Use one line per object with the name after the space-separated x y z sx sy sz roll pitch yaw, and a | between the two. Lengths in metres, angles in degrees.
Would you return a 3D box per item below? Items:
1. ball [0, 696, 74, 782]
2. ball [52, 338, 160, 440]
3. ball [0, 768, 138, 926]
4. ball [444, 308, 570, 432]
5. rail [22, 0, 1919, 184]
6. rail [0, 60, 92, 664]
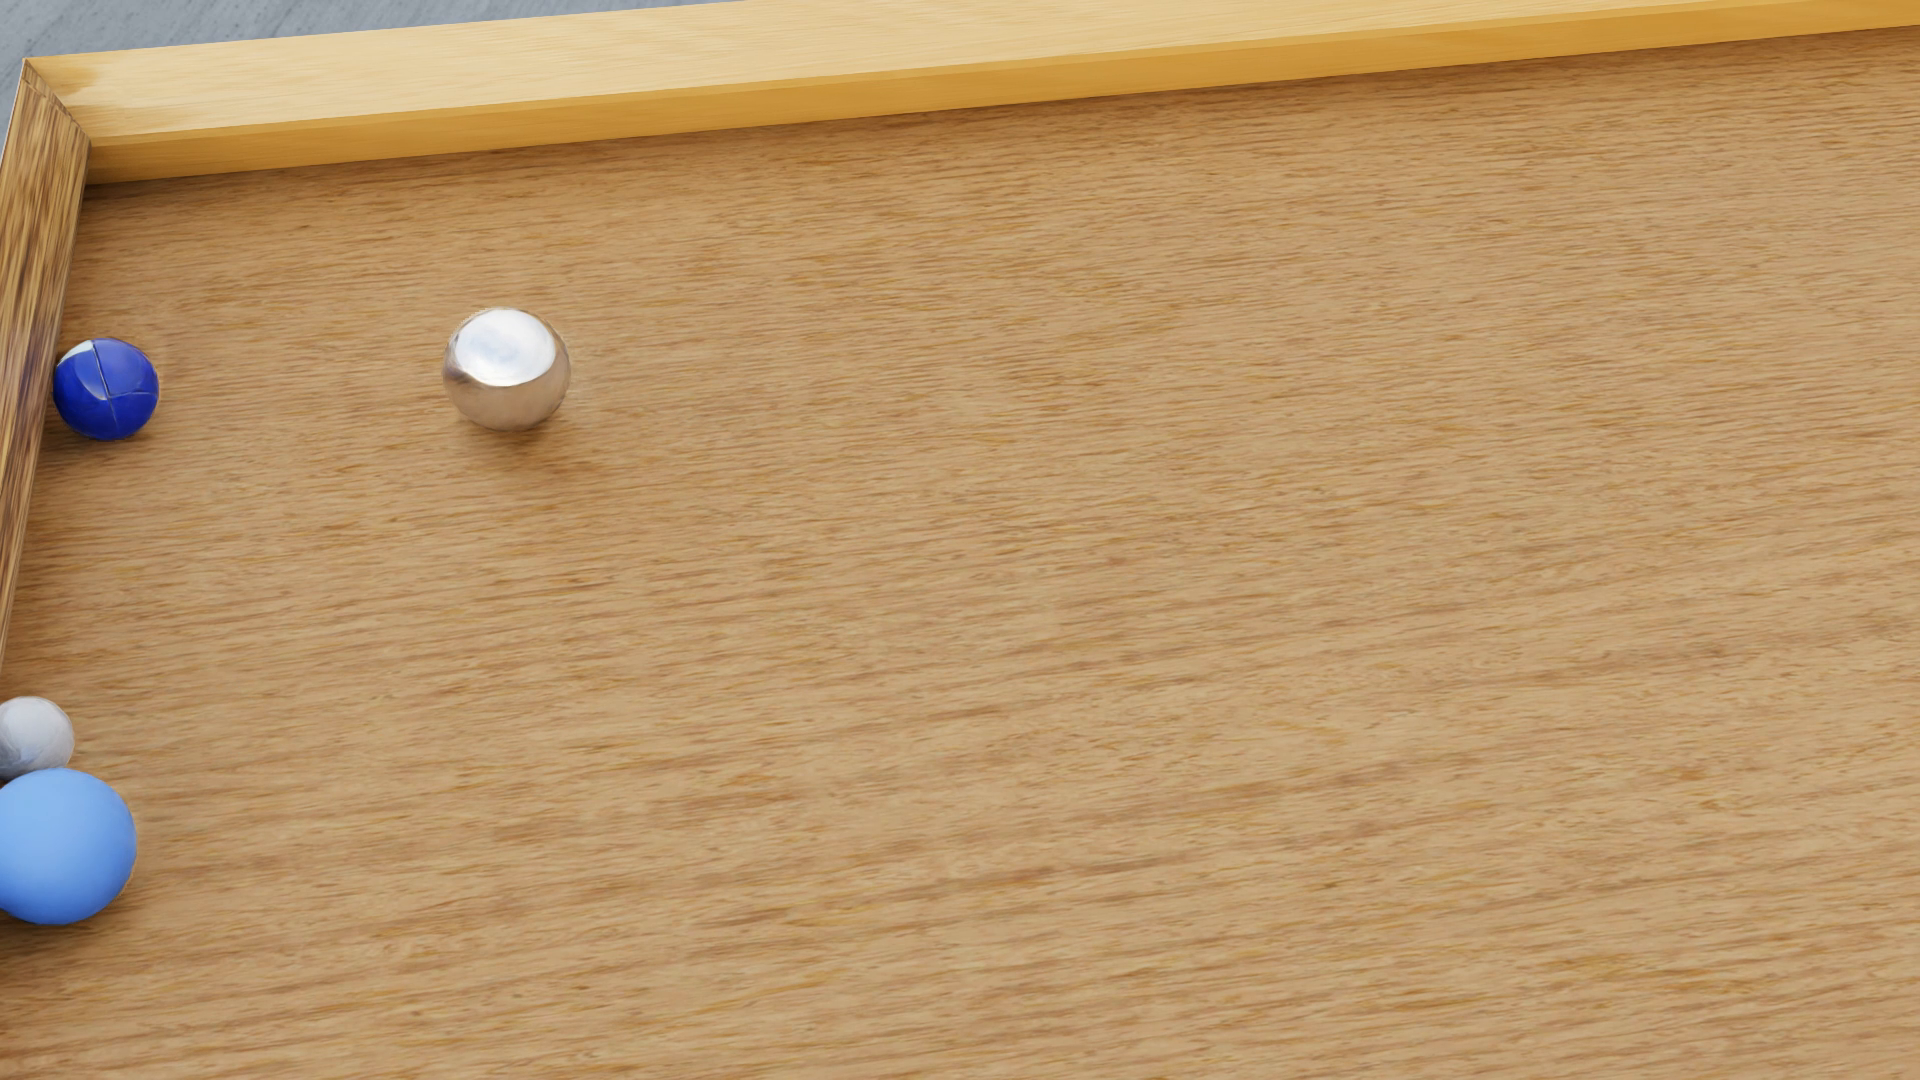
-0.553 0.119 1.522 0.053 0.053 0.053 0 36 0 | ball
-0.607 -0.107 1.823 0.072 0.072 0.072 0 36 0 | ball
-0.501 0.170 1.422 0.086 0.086 0.086 0 36 0 | ball
-0.322 -0.121 1.828 0.089 0.089 0.089 0 36 0 | ball
0.495 -0.474 2.298 2.551 0.116 0.045 -7 36 -9 | rail
-0.603 0.051 1.562 0.045 0.116 1.396 -7 36 -9 | rail
